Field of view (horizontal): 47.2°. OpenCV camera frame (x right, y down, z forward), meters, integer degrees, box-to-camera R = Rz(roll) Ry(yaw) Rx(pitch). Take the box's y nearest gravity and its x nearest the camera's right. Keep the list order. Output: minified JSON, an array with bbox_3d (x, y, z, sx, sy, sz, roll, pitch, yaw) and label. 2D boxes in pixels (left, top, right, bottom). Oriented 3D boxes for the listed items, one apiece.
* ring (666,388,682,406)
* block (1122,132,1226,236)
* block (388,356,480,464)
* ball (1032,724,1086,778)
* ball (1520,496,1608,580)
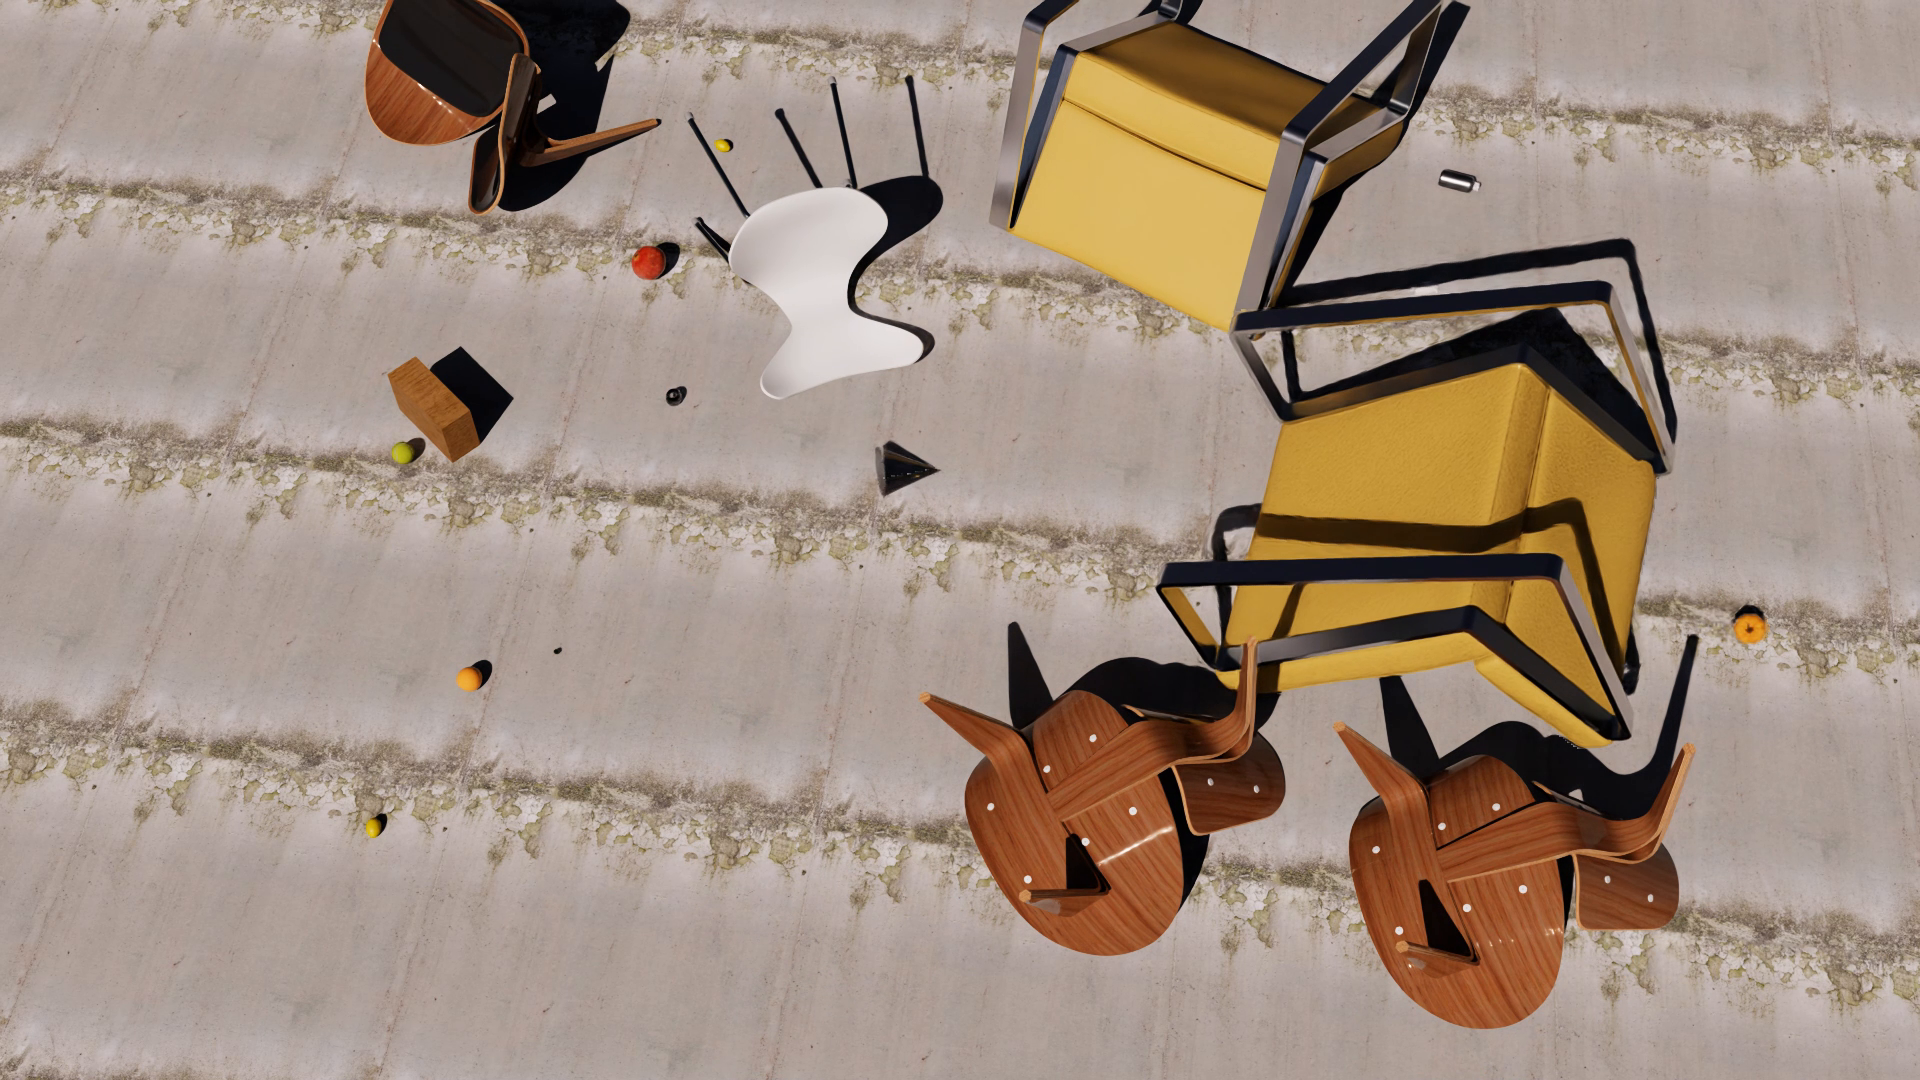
[{"bbox_3d":[-0.892,-0.444,6.849,0.049,0.039,0.055,16,59,7],"label":"ring"},{"bbox_3d":[0.701,-1.172,7.243,0.298,0.195,0.141,29,61,18],"label":"block"},{"bbox_3d":[-1.611,-0.399,6.737,0.104,0.175,0.284,-38,64,-22],"label":"block"},{"bbox_3d":[0.276,0.587,6.091,0.149,0.149,0.149,0,56,0],"label":"ball"},{"bbox_3d":[1.764,-0.006,6.429,0.248,0.248,0.248,0,56,0],"label":"ball"}]
